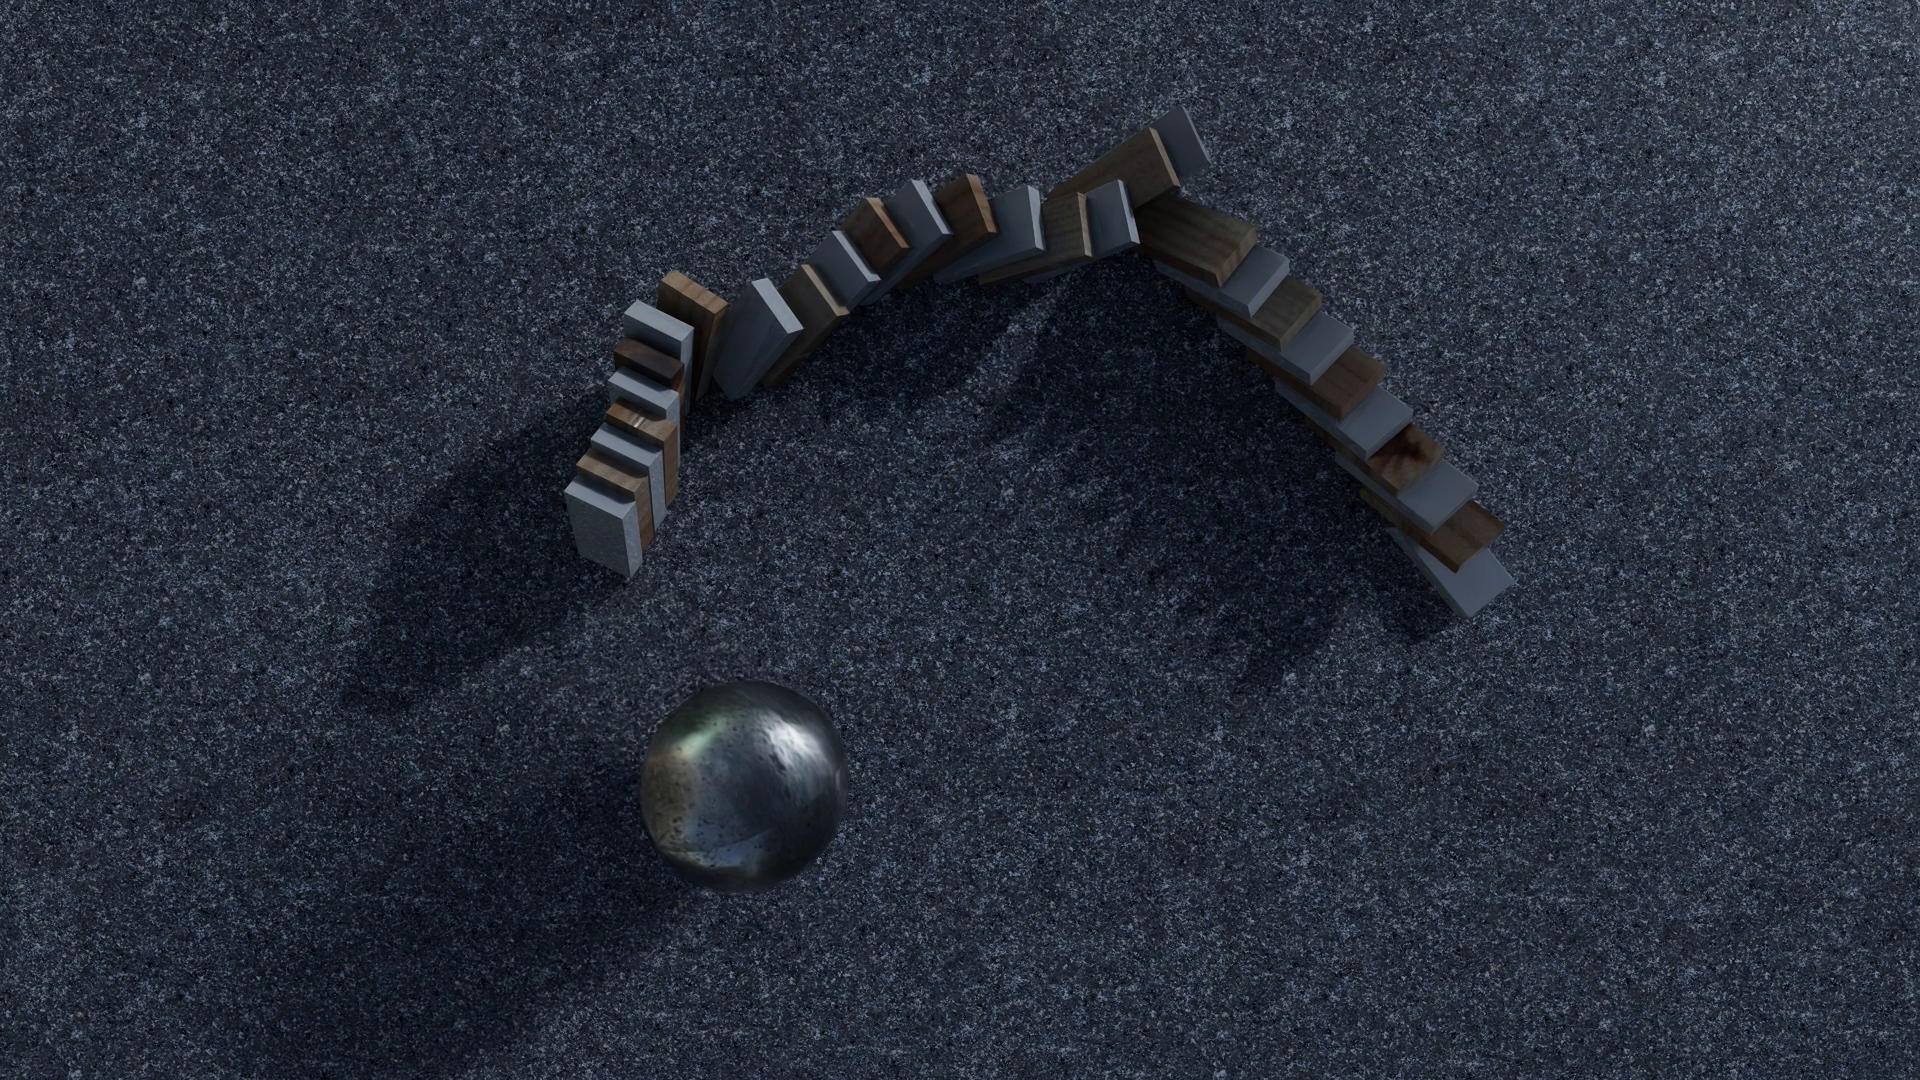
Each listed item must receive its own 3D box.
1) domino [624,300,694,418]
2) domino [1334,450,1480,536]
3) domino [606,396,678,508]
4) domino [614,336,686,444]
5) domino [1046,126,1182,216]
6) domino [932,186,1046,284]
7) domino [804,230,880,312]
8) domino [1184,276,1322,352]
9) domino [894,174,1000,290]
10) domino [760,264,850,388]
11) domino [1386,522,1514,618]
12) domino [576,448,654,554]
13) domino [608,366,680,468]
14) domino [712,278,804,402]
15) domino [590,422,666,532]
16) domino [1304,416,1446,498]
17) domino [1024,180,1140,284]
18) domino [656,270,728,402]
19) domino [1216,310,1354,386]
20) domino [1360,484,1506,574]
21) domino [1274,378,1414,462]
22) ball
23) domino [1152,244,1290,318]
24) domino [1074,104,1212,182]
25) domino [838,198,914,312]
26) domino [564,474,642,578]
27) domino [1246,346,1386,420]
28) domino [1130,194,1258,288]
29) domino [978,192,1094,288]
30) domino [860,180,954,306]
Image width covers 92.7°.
[{"bbox_3d":[-0.124,-0.072,0.377,0.025,0.050,0.009,26,52,0],"label":"domino"},{"bbox_3d":[0.186,-0.028,0.384,0.025,0.010,0.050,-42,61,0],"label":"domino"},{"bbox_3d":[-0.130,-0.035,0.377,0.025,0.050,0.010,26,56,0],"label":"domino"},{"bbox_3d":[-0.127,-0.059,0.377,0.025,0.050,0.010,26,56,0],"label":"domino"},{"bbox_3d":[0.063,-0.145,0.381,0.050,0.009,0.025,-23,91,34],"label":"domino"},{"bbox_3d":[0.010,-0.127,0.382,0.050,0.009,0.025,-8,90,33],"label":"domino"},{"bbox_3d":[-0.058,-0.102,0.382,0.050,0.010,0.025,-36,90,33],"label":"domino"},{"bbox_3d":[0.122,-0.102,0.383,0.025,0.010,0.050,-48,59,0],"label":"domino"},{"bbox_3d":[-0.010,-0.128,0.382,0.050,0.009,0.025,-21,89,34],"label":"domino"},{"bbox_3d":[-0.071,-0.089,0.383,0.050,0.010,0.025,-36,90,32],"label":"domino"},{"bbox_3d":[0.211,0.006,0.395,0.025,0.009,0.050,-39,90,0],"label":"domino"},{"bbox_3d":[-0.141,-0.015,0.377,0.025,0.050,0.009,25,57,0],"label":"domino"},{"bbox_3d":[-0.129,-0.047,0.377,0.025,0.050,0.009,26,56,0],"label":"domino"},{"bbox_3d":[-0.088,-0.082,0.380,0.050,0.010,0.025,-35,90,41],"label":"domino"},{"bbox_3d":[-0.135,-0.025,0.377,0.025,0.050,0.009,25,57,0],"label":"domino"},{"bbox_3d":[0.173,-0.043,0.384,0.025,0.010,0.050,-40,61,0],"label":"domino"},{"bbox_3d":[0.048,-0.128,0.382,0.050,0.009,0.025,-12,91,33],"label":"domino"},{"bbox_3d":[-0.113,-0.083,0.379,0.025,0.050,0.009,32,47,0],"label":"domino"},{"bbox_3d":[0.135,-0.088,0.383,0.025,0.009,0.050,-46,59,0],"label":"domino"},{"bbox_3d":[0.197,-0.012,0.384,0.025,0.010,0.050,-41,61,0],"label":"domino"},{"bbox_3d":[0.160,-0.059,0.384,0.025,0.010,0.050,-41,61,0],"label":"domino"},{"bbox_3d":[-0.084,0.095,0.360,0.080,0.080,0.080,0,90,0],"label":"ball"},{"bbox_3d":[0.108,-0.115,0.383,0.050,0.009,0.025,40,90,31],"label":"domino"},{"bbox_3d":[0.076,-0.155,0.384,0.050,0.009,0.025,-25,90,29],"label":"domino"},{"bbox_3d":[-0.045,-0.115,0.382,0.050,0.009,0.025,-36,88,33],"label":"domino"},{"bbox_3d":[-0.146,-0.005,0.377,0.025,0.050,0.009,25,57,0],"label":"domino"},{"bbox_3d":[0.148,-0.075,0.383,0.025,0.010,0.050,-44,59,0],"label":"domino"},{"bbox_3d":[0.095,-0.126,0.382,0.050,0.009,0.025,38,89,34],"label":"domino"},{"bbox_3d":[0.030,-0.124,0.382,0.050,0.009,0.025,-6,93,33],"label":"domino"},{"bbox_3d":[-0.029,-0.123,0.382,0.050,0.009,0.025,-31,89,33],"label":"domino"}]
